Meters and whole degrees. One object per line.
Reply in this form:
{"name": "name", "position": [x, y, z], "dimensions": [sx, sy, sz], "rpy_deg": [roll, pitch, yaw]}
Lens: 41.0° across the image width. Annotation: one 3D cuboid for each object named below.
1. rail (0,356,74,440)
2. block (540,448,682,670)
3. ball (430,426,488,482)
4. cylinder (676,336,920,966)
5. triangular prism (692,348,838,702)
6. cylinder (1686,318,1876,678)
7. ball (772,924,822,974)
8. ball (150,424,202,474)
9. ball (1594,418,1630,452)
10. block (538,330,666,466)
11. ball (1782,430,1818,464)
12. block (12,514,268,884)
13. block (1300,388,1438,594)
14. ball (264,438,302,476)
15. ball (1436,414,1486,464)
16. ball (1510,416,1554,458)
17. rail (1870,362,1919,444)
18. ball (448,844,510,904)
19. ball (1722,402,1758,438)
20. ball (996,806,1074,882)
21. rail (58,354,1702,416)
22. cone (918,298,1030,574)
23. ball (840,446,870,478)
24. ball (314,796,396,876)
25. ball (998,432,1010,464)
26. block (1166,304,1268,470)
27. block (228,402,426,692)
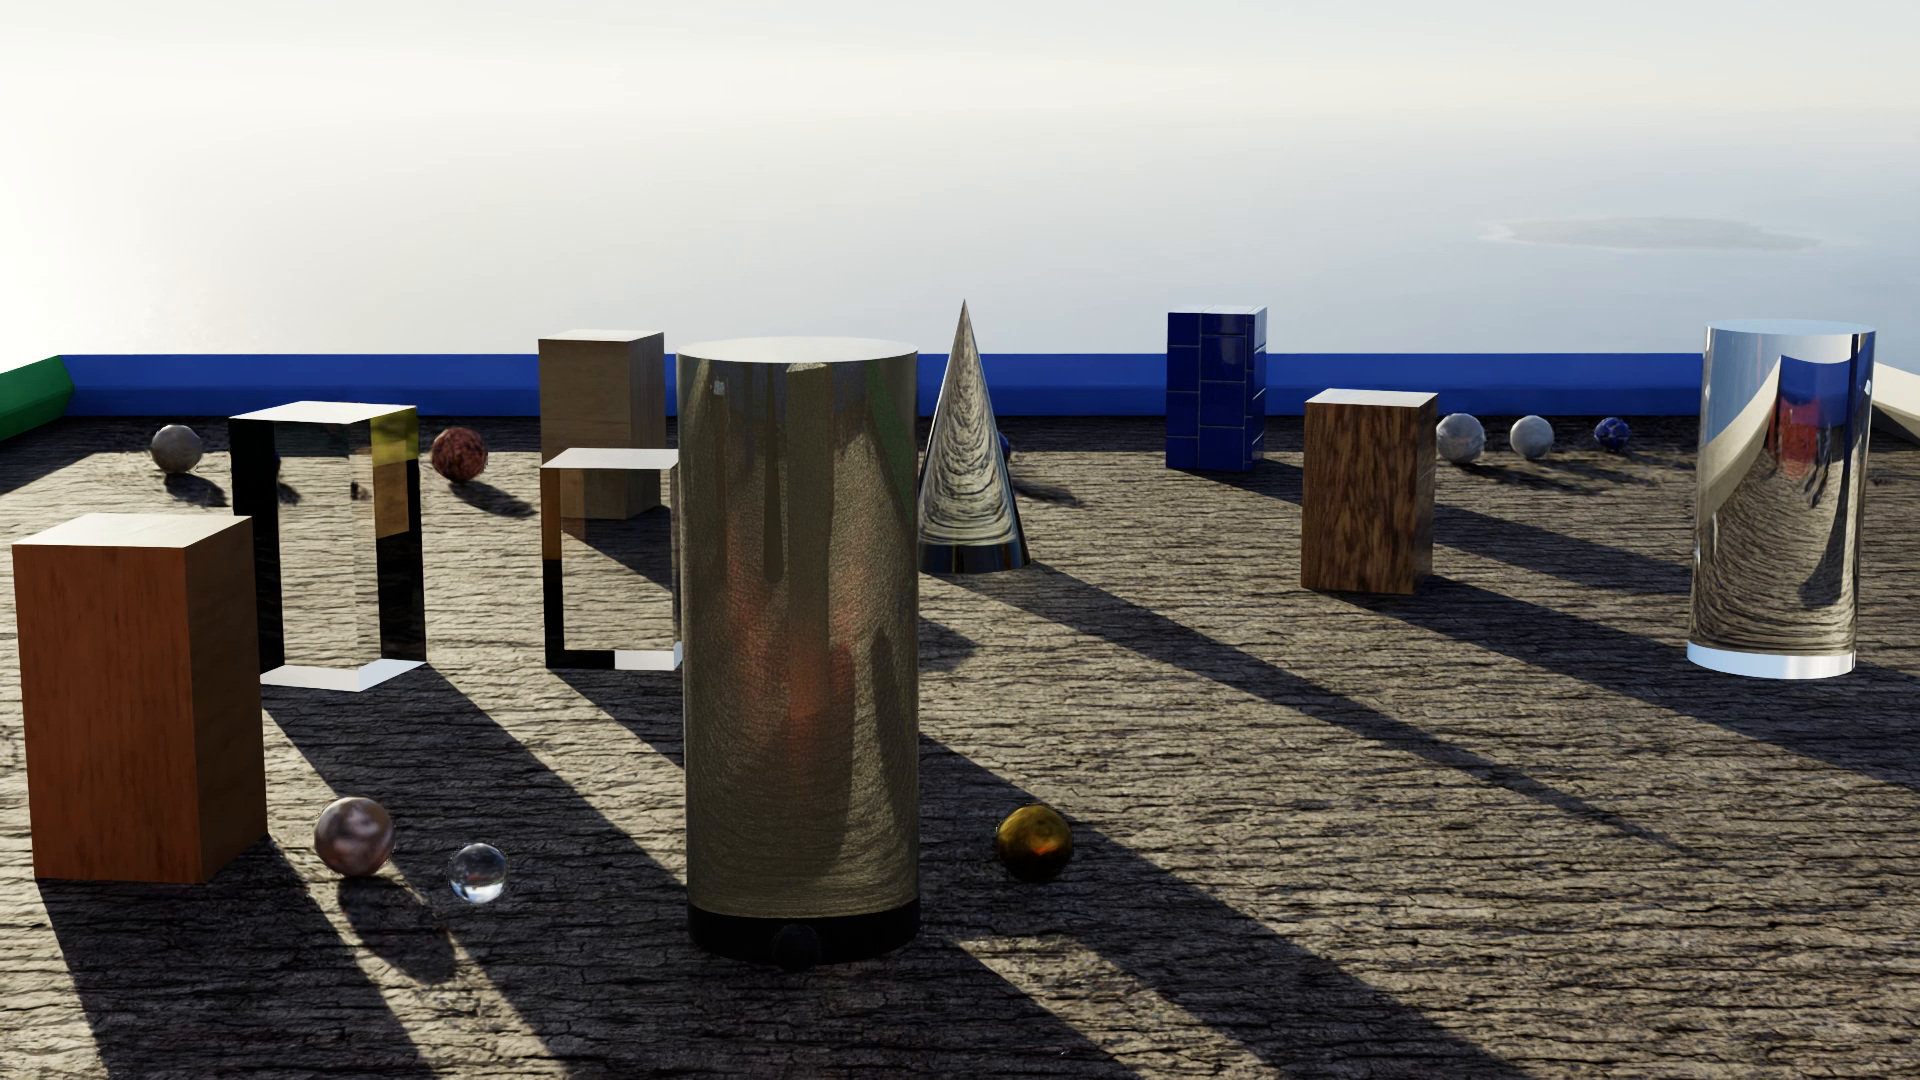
{"name": "rail", "position": [-1.854, 0.035, 3.438], "dimensions": [0.045, 0.129, 3.962], "rpy_deg": [0, 10, 0]}
{"name": "block", "position": [-0.422, 0.021, 3.191], "dimensions": [0.159, 0.249, 0.159], "rpy_deg": [1, 11, 4]}
{"name": "ball", "position": [-0.887, -0.152, 4.540], "dimensions": [0.098, 0.098, 0.098], "rpy_deg": [0, 10, 0]}
{"name": "cylinder", "position": [-0.134, 0.087, 2.154], "dimensions": [0.199, 0.497, 0.199], "rpy_deg": [0, 10, 0]}
{"name": "triangular prism", "position": [-0.207, -0.022, 3.029], "dimensions": [0.172, 0.394, 0.149], "rpy_deg": [2, 11, 13]}
{"name": "cylinder", "position": [1.005, -0.055, 3.146], "dimensions": [0.199, 0.414, 0.199], "rpy_deg": [0, 10, 0]}
{"name": "ball", "position": [-0.132, 0.330, 2.076], "dimensions": [0.040, 0.040, 0.040], "rpy_deg": [0, 10, 0]}
{"name": "ball", "position": [-1.412, -0.163, 4.625], "dimensions": [0.090, 0.090, 0.090], "rpy_deg": [0, 10, 0]}
{"name": "ball", "position": [1.245, -0.201, 4.894], "dimensions": [0.066, 0.066, 0.066], "rpy_deg": [0, 10, 0]}
{"name": "block", "position": [-0.596, -0.201, 4.292], "dimensions": [0.159, 0.285, 0.159], "rpy_deg": [3, 11, 14]}
{"name": "ball", "position": [1.551, -0.172, 4.742], "dimensions": [0.063, 0.063, 0.063], "rpy_deg": [0, 10, 0]}
{"name": "block", "position": [-0.753, 0.142, 2.372], "dimensions": [0.159, 0.309, 0.159], "rpy_deg": [1, 11, 6]}
{"name": "block", "position": [0.583, -0.072, 3.653], "dimensions": [0.159, 0.264, 0.159], "rpy_deg": [4, 11, 19]}
{"name": "ball", "position": [-1.219, -0.149, 4.615], "dimensions": [0.066, 0.066, 0.066], "rpy_deg": [0, 10, 0]}
{"name": "ball", "position": [0.923, -0.187, 4.741], "dimensions": [0.094, 0.094, 0.094], "rpy_deg": [0, 10, 0]}
{"name": "ball", "position": [1.072, -0.192, 4.806], "dimensions": [0.081, 0.081, 0.081], "rpy_deg": [0, 10, 0]}
{"name": "rail", "position": [1.854, 0.031, 3.459], "dimensions": [0.045, 0.129, 3.962], "rpy_deg": [0, 10, 0]}
{"name": "ball", "position": [-0.423, 0.294, 2.258], "dimensions": [0.052, 0.052, 0.052], "rpy_deg": [0, 10, 0]}
{"name": "ball", "position": [1.544, -0.237, 5.076], "dimensions": [0.071, 0.071, 0.071], "rpy_deg": [0, 10, 0]}
{"name": "ball", "position": [0.068, 0.274, 2.316], "dimensions": [0.069, 0.069, 0.069], "rpy_deg": [0, 10, 0]}
{"name": "rail", "position": [-0.011, -0.323, 5.373], "dimensions": [3.755, 0.129, 0.045], "rpy_deg": [0, 10, 0]}
{"name": "cone", "position": [0.007, -0.163, 3.788], "dimensions": [0.199, 0.393, 0.199], "rpy_deg": [0, 10, 0]}
{"name": "ball", "position": [-0.188, -0.140, 4.593], "dimensions": [0.056, 0.056, 0.056], "rpy_deg": [0, 10, 0]}
{"name": "ball", "position": [-0.550, 0.270, 2.334], "dimensions": [0.072, 0.072, 0.072], "rpy_deg": [0, 10, 0]}
{"name": "ball", "position": [0.047, -0.158, 4.603], "dimensions": [0.087, 0.087, 0.087], "rpy_deg": [0, 10, 0]}
{"name": "block", "position": [0.474, -0.284, 4.739], "dimensions": [0.159, 0.285, 0.159], "rpy_deg": [3, 11, 14]}
{"name": "block", "position": [-0.759, 0.004, 3.092], "dimensions": [0.159, 0.319, 0.159], "rpy_deg": [3, 11, 17]}
